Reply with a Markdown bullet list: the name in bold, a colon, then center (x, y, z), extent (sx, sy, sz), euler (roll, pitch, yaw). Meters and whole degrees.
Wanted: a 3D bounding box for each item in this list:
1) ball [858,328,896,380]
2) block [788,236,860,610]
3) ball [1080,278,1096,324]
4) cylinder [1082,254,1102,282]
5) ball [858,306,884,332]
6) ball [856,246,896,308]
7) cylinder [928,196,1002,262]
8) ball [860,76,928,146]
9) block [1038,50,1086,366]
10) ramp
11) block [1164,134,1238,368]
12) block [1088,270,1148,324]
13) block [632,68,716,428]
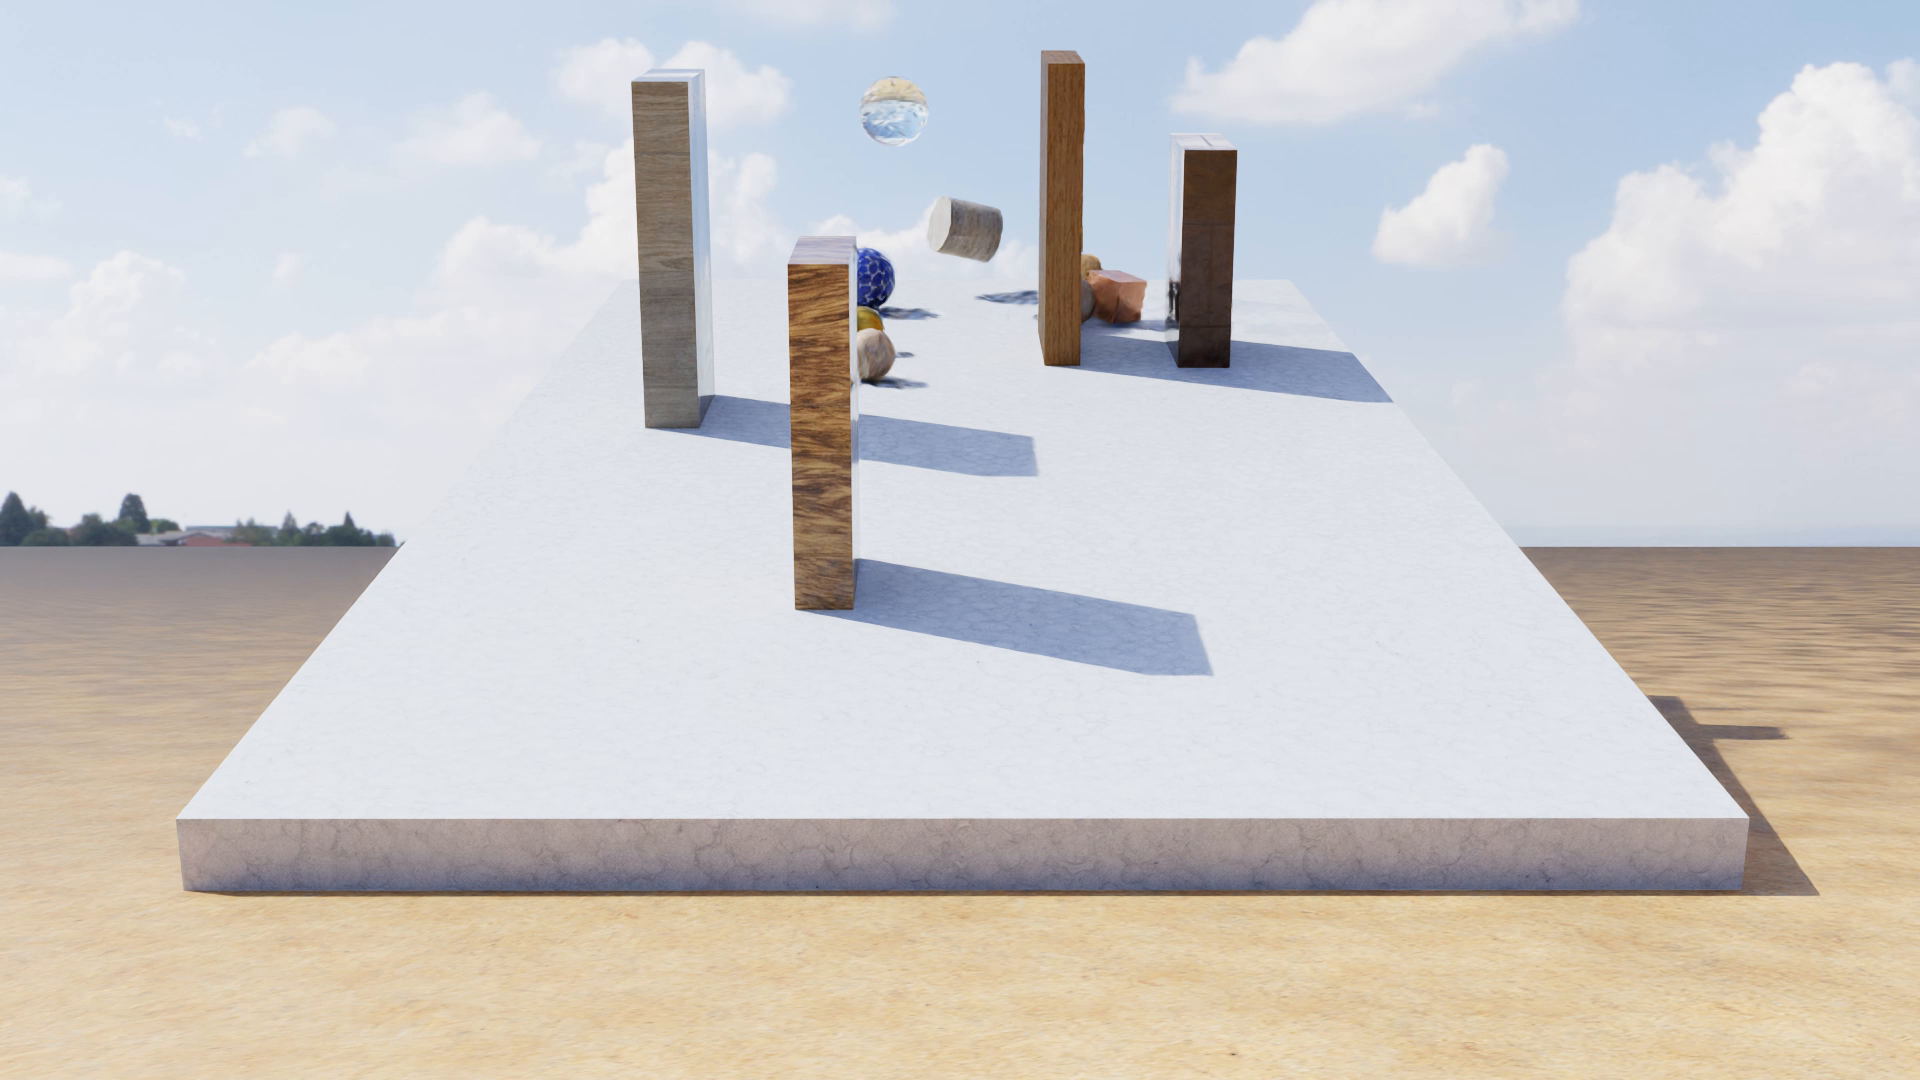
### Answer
- **ball**: center (-0.215, -0.442, 5.282), extent (0.123, 0.123, 0.123), euler (0, 0, 0)
- **block**: center (-0.223, -0.200, 3.680), extent (0.096, 0.569, 0.292), euler (0, 17, 0)
- **ball**: center (0.294, -0.639, 5.922), extent (0.138, 0.138, 0.138), euler (0, 0, 0)
- **cylinder**: center (0.339, -0.774, 6.425), extent (0.106, 0.106, 0.106), euler (-7, 4, -37)
- **ball**: center (-0.250, -0.535, 5.609), extent (0.116, 0.116, 0.116), euler (0, 0, 0)
- **ball**: center (-0.266, -0.725, 6.143), extent (0.175, 0.175, 0.175), euler (0, 0, 0)
- **cylinder**: center (0.015, -0.897, 6.394), extent (0.162, 0.162, 0.162), euler (9, -4, -24)
- **ball**: center (-0.183, -1.192, 6.157), extent (0.193, 0.193, 0.193), euler (0, 0, 0)
- **block**: center (0.252, -0.841, 5.563), extent (0.088, 0.730, 0.436), euler (0, 17, 0)
- **ramp**: center (-0.002, -0.167, 4.746), extent (2.000, 0.100, 4.000), euler (0, 17, 0)
- **block**: center (0.598, -0.730, 5.539), extent (0.127, 0.530, 0.373), euler (0, 17, 0)
- **block**: center (0.418, -0.659, 5.988), extent (0.113, 0.113, 0.113), euler (-11, 29, -45)
- **block**: center (-0.628, -0.648, 4.884), extent (0.118, 0.743, 0.336), euler (0, 17, 0)
